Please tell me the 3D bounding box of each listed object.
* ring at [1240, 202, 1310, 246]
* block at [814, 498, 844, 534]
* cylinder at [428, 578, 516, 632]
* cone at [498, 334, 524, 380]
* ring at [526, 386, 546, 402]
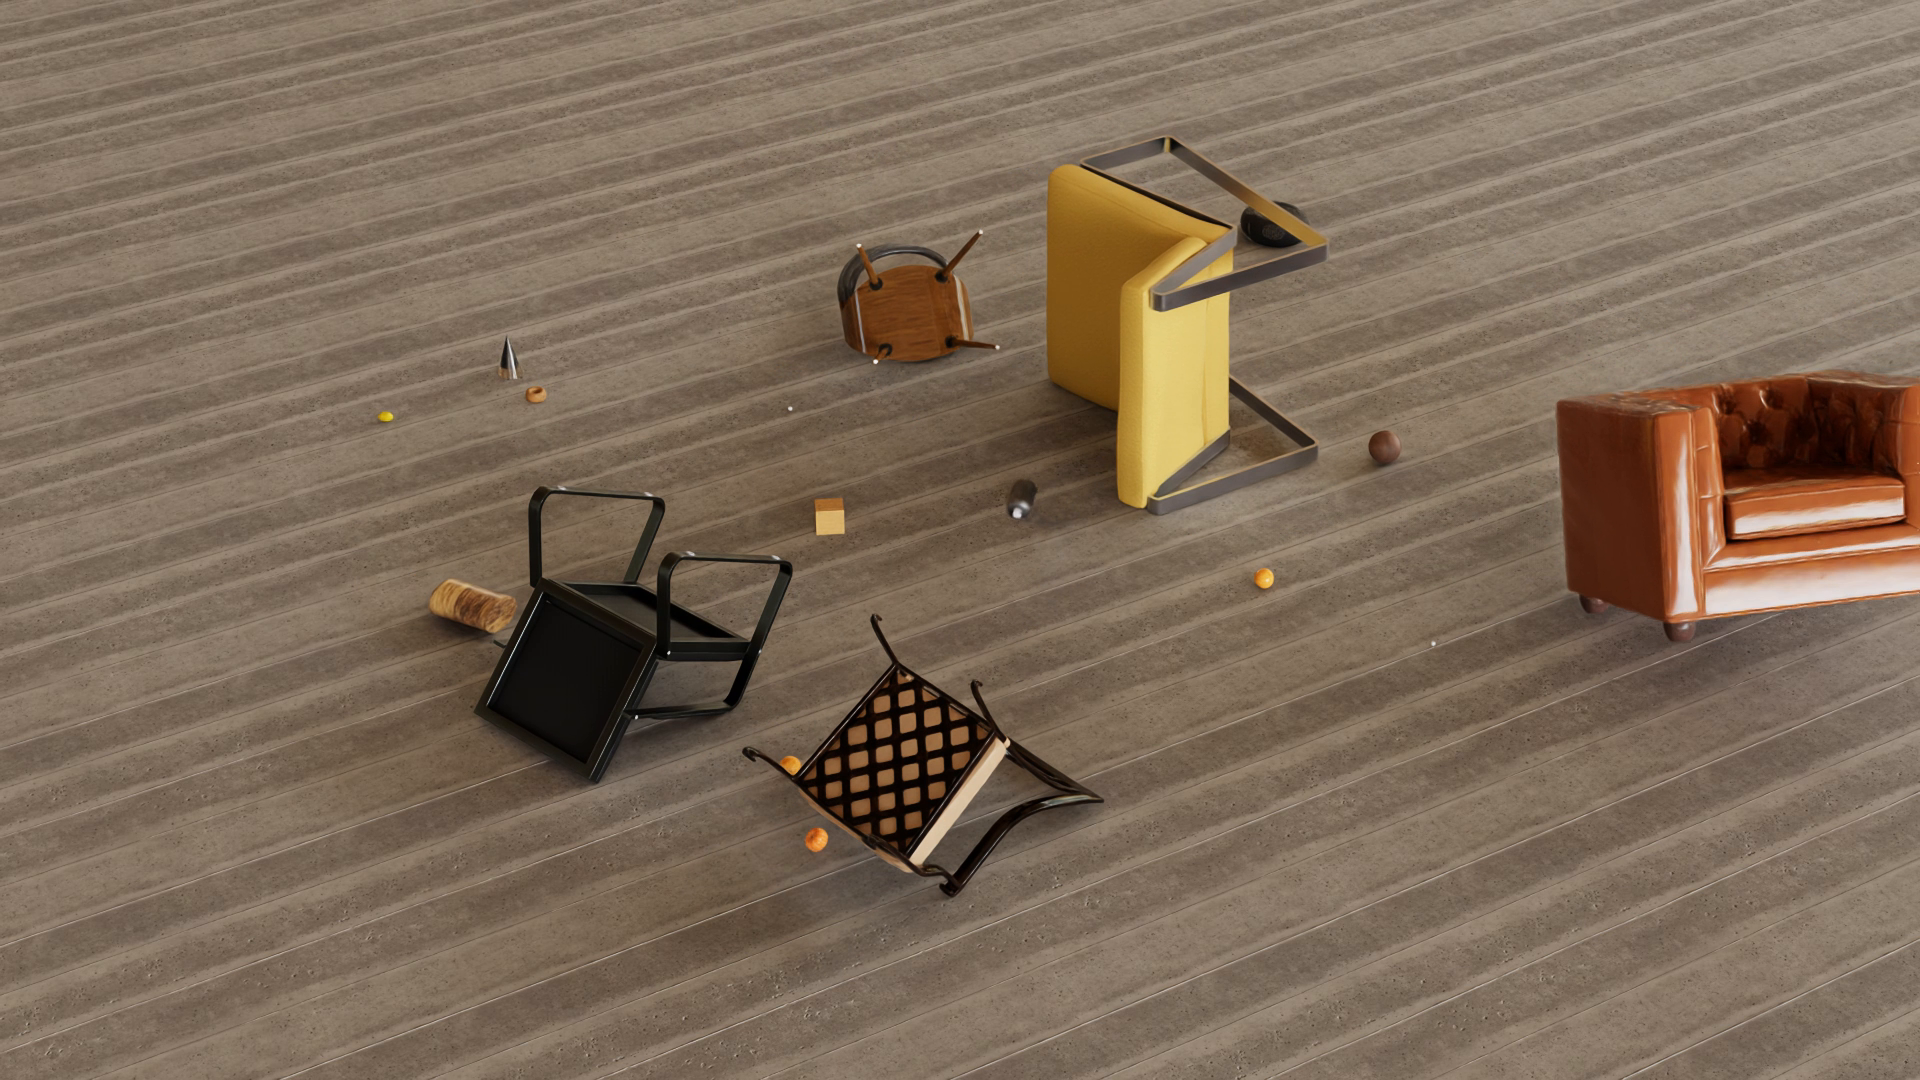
[{"bbox_3d":[1.391,-1.397,12.954,0.311,0.123,0.286,17,36,22],"label":"ring"},{"bbox_3d":[-0.489,-0.088,10.985,0.105,0.103,0.085,-3,34,-5],"label":"block"},{"bbox_3d":[-1.741,0.234,10.475,0.247,0.123,0.192,16,26,23],"label":"cylinder"},{"bbox_3d":[-1.836,-0.759,11.931,0.111,0.182,0.094,25,41,33],"label":"cone"},{"bbox_3d":[-1.706,-0.585,11.794,0.087,0.042,0.080,19,39,29],"label":"ring"}]
